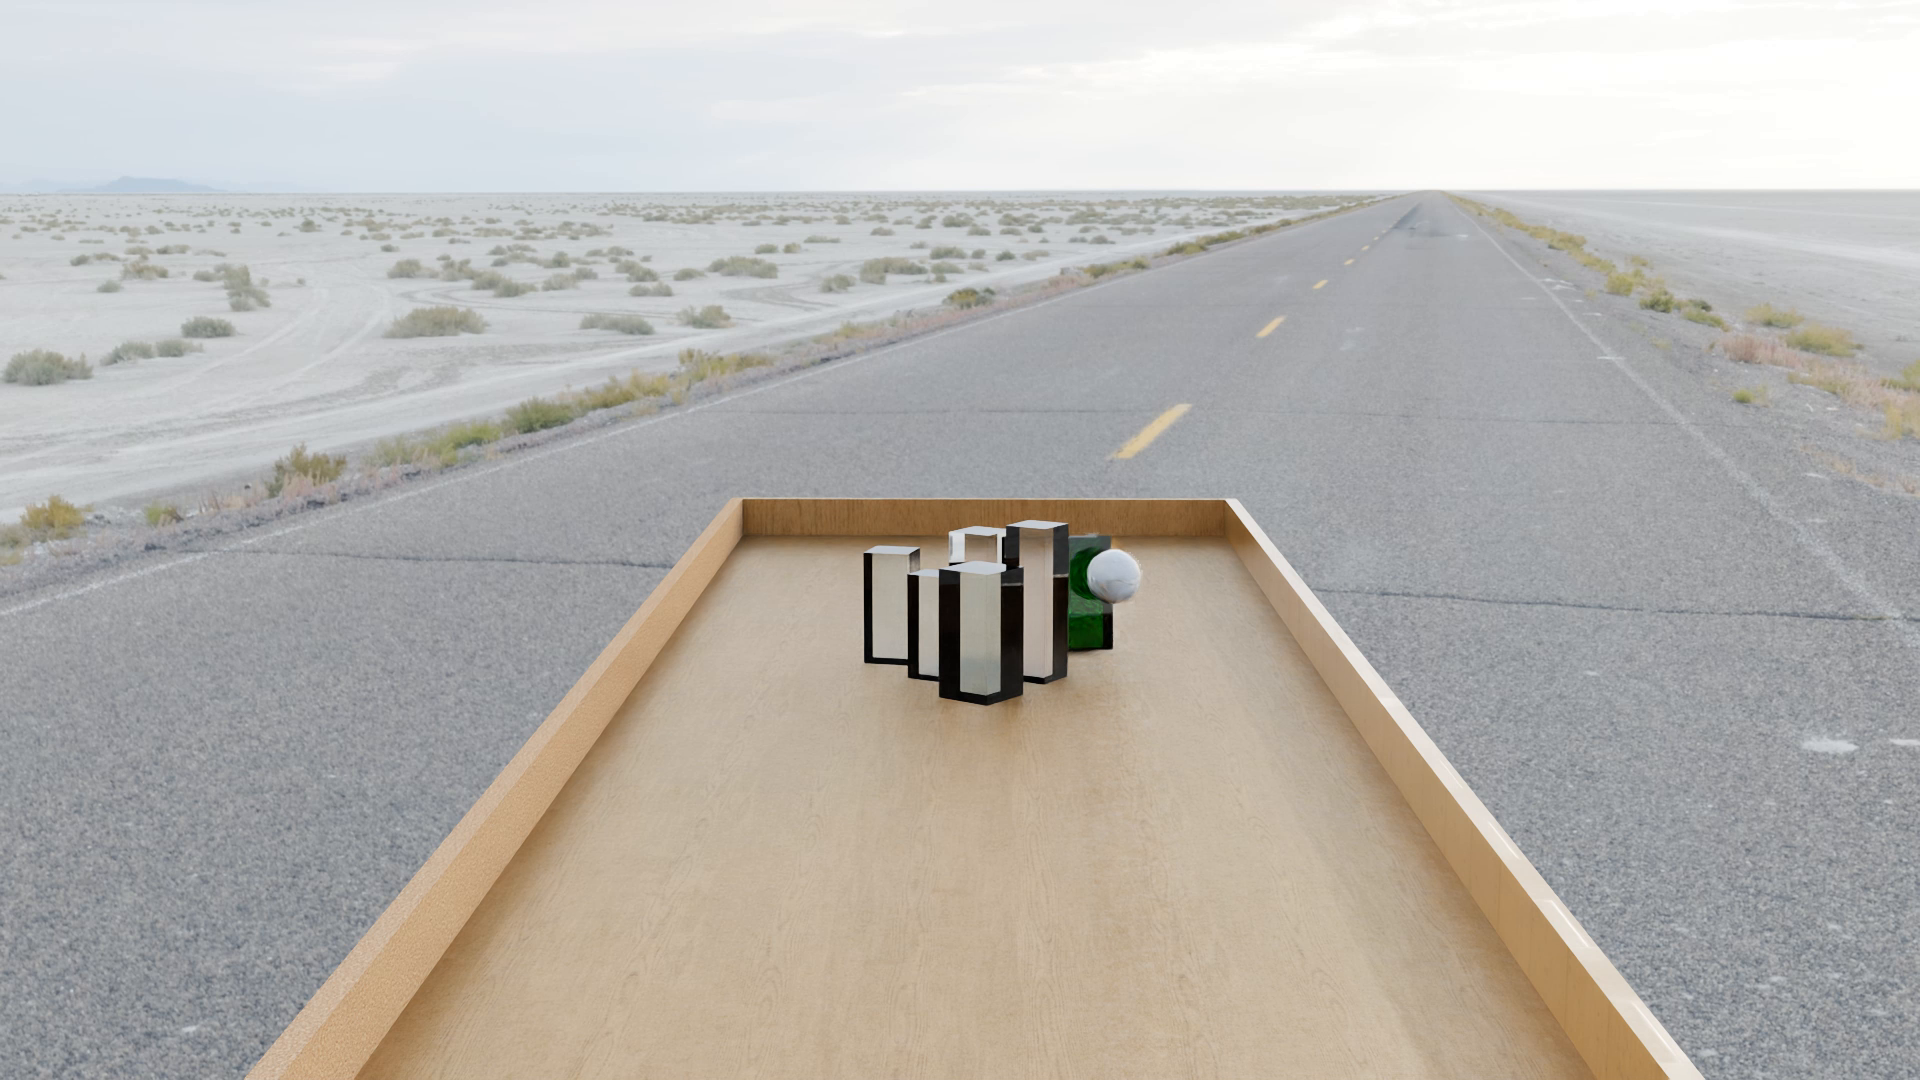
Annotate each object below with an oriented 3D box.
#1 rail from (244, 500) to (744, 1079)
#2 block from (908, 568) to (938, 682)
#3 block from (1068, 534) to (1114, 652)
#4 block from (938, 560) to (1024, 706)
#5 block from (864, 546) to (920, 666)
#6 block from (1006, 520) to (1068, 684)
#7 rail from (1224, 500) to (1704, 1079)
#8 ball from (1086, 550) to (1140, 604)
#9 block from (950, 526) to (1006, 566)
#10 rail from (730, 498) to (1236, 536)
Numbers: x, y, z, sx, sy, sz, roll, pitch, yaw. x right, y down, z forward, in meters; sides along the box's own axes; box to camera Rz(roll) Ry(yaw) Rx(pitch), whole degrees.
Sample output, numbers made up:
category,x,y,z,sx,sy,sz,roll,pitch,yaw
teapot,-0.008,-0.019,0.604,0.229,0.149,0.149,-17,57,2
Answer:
category,x,y,z,sx,sy,sz,roll,pitch,yaw
rail,-1.004,0.839,3.234,0.050,0.150,12.000,0,9,1
block,-0.082,0.249,6.448,0.105,0.309,0.105,5,10,30
block,0.378,0.162,6.821,0.145,0.350,0.145,-3,3,-16
block,0.060,0.260,6.193,0.171,0.369,0.171,7,11,37
block,-0.206,0.198,6.679,0.138,0.339,0.138,2,9,15
block,0.225,0.180,6.421,0.133,0.455,0.133,6,11,32
rail,1.046,0.843,3.208,0.050,0.150,12.000,0,9,1
ball,0.466,0.111,6.672,0.165,0.165,0.165,0,9,0
block,0.066,0.169,6.674,0.142,0.398,0.142,6,11,34
rail,0.099,-0.098,9.147,2.100,0.150,0.050,0,9,1
